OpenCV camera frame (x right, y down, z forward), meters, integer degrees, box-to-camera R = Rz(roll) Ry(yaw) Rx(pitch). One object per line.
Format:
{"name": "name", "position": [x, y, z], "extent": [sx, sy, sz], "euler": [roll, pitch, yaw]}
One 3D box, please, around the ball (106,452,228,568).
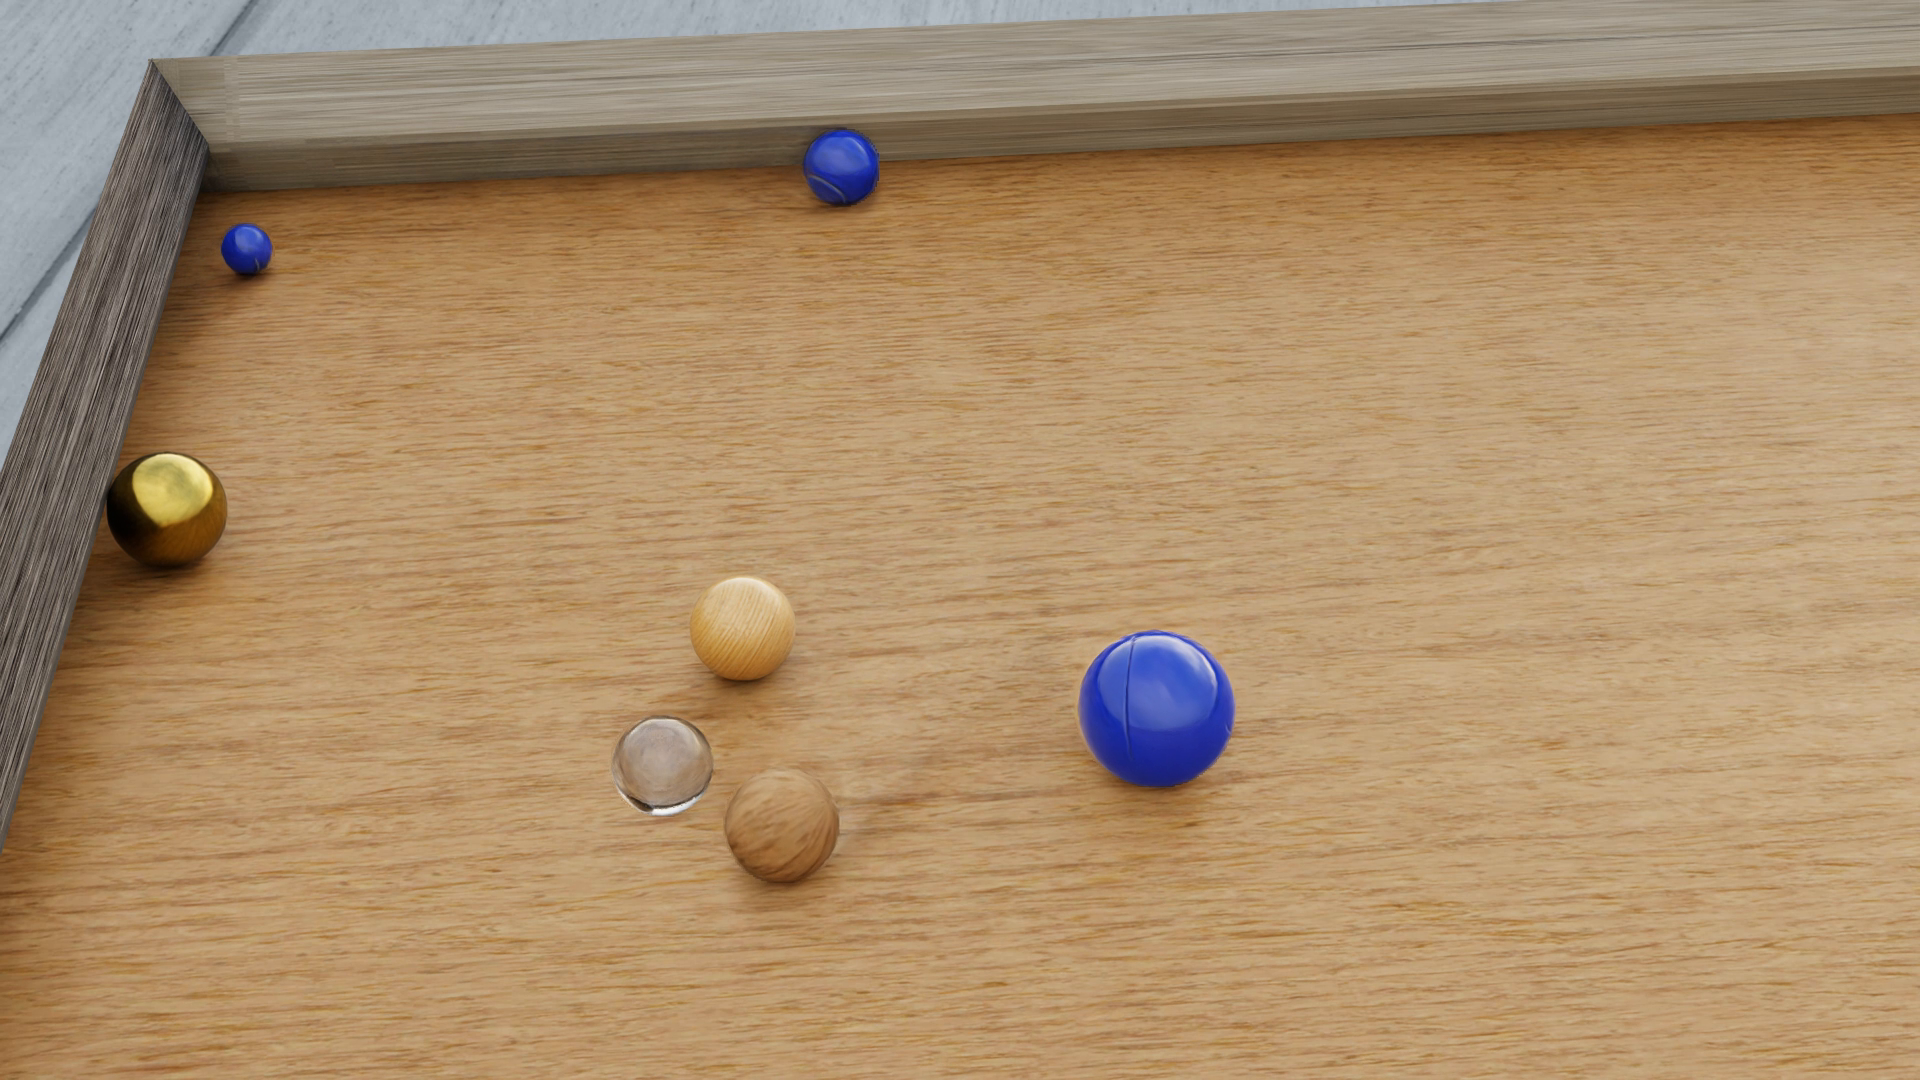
{"name": "ball", "position": [-0.550, -0.021, 1.781], "extent": [0.081, 0.081, 0.081], "euler": [0, 35, 0]}

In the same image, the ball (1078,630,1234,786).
{"name": "ball", "position": [0.121, 0.104, 1.591], "extent": [0.097, 0.097, 0.097], "euler": [0, 35, 0]}

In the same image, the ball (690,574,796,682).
{"name": "ball", "position": [-0.142, 0.058, 1.681], "extent": [0.070, 0.070, 0.070], "euler": [0, 35, 0]}

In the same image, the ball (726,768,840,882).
{"name": "ball", "position": [-0.106, 0.169, 1.525], "extent": [0.068, 0.068, 0.068], "euler": [0, 35, 0]}

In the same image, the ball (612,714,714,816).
{"name": "ball", "position": [-0.182, 0.138, 1.574], "extent": [0.062, 0.062, 0.062], "euler": [0, 35, 0]}

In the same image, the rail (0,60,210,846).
{"name": "rail", "position": [-0.599, 0.012, 1.694], "extent": [0.045, 0.126, 1.283], "euler": [-3, 36, -5]}

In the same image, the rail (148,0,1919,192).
{"name": "rail", "position": [0.560, -0.417, 2.297], "extent": [2.504, 0.126, 0.045], "euler": [-3, 36, -5]}

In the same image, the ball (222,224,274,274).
{"name": "ball", "position": [-0.590, -0.241, 2.125], "extent": [0.041, 0.041, 0.041], "euler": [0, 35, 0]}

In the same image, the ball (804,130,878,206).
{"name": "ball", "position": [-0.103, -0.322, 2.218], "extent": [0.065, 0.065, 0.065], "euler": [0, 35, 0]}
